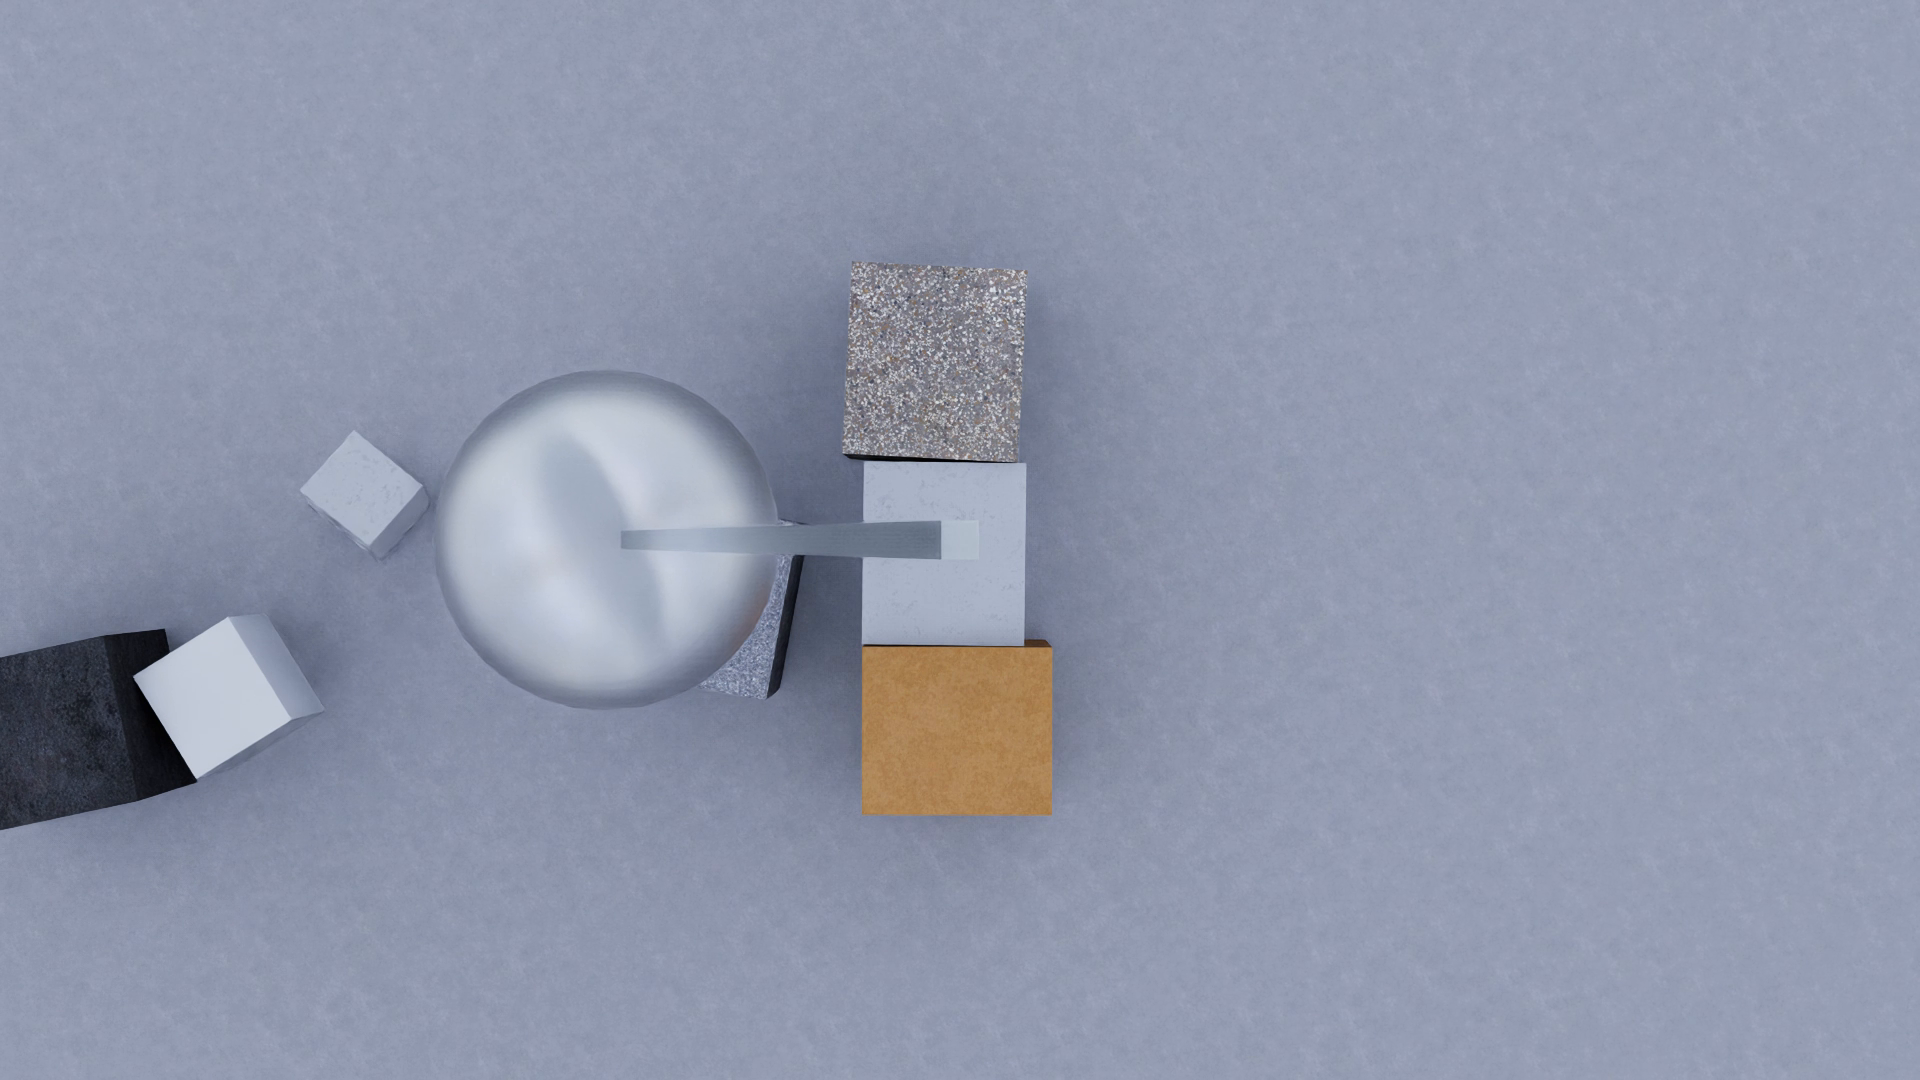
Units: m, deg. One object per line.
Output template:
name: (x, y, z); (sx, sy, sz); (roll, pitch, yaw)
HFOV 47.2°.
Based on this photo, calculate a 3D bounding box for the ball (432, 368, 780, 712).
ball: (-1.645, 0.000, 10.291); (1.600, 1.600, 1.600); (0, 90, 0)

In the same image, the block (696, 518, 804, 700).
block: (-1.509, 0.295, 12.531); (1.086, 0.938, 0.990); (10, 90, 0)

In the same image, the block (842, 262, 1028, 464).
block: (-0.139, -0.981, 12.558); (0.969, 0.885, 1.060); (3, 90, 0)

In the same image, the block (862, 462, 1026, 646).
block: (-0.088, 0.076, 12.570); (0.896, 0.859, 1.010); (1, 90, 0)

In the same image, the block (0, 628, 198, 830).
block: (-5.091, 1.082, 12.530); (0.995, 0.940, 0.928); (-12, 90, 0)

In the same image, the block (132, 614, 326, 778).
block: (-4.195, 0.887, 12.667); (0.630, 0.665, 0.677); (-32, 90, 0)

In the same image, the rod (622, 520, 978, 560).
rod: (-0.713, 0.000, 7.021); (0.080, 5.200, 0.080); (0, 90, -16)

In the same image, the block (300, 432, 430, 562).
block: (-3.421, -0.246, 12.687); (0.501, 0.535, 0.454); (39, 77, 0)

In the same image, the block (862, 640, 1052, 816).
block: (-0.016, 1.047, 12.521); (1.042, 0.958, 0.919); (0, 90, 0)
